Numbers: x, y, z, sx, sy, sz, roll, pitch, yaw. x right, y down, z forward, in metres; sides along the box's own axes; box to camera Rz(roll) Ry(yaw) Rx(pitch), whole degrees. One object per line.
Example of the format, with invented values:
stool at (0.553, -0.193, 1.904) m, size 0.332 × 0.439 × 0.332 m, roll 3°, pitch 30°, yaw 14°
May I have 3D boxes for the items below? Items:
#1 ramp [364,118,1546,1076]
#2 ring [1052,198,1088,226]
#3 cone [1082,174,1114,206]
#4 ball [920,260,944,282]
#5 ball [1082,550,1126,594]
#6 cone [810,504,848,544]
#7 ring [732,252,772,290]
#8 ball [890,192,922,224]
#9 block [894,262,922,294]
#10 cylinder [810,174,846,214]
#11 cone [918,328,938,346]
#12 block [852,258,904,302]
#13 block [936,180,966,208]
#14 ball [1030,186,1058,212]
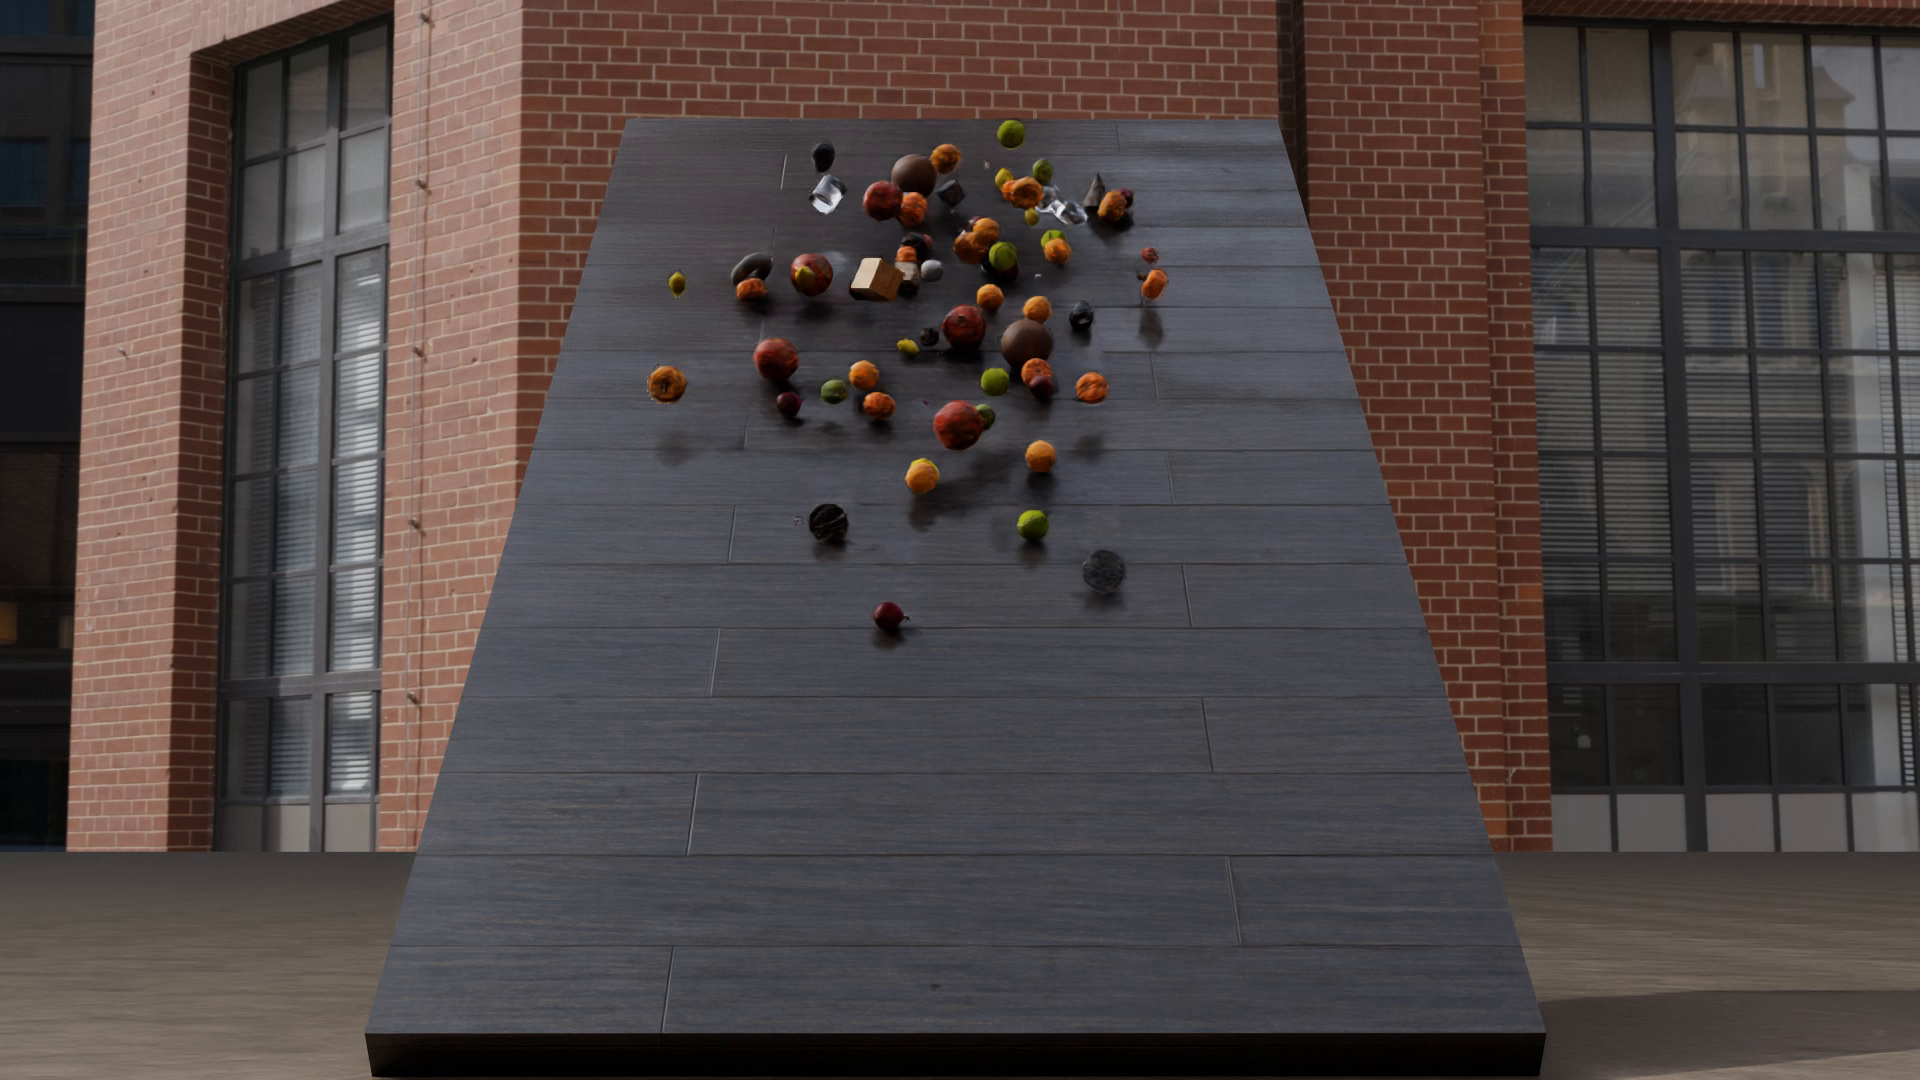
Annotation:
ramp at (-0.015, -0.188, 5.862) m, size 2.000 × 0.100 × 4.000 m, roll 0°, pitch 32°, yaw 0°
ring at (0.308, -0.919, 6.873) m, size 0.111 × 0.037 × 0.111 m, roll 21°, pitch 30°, yaw -13°
cone at (0.393, -0.999, 6.950) m, size 0.092 × 0.092 × 0.092 m, roll -1°, pitch 13°, yaw 0°
ball at (-0.071, -0.681, 6.200) m, size 0.059 × 0.059 × 0.059 m, roll 0°, pitch -7°, yaw 0°
ball at (0.310, 0.068, 5.275) m, size 0.093 × 0.093 × 0.093 m, roll 0°, pitch -7°, yaw 0°
cone at (-0.284, -0.041, 5.494) m, size 0.090 × 0.090 × 0.090 m, roll -1°, pitch 5°, yaw 11°
ring at (-0.552, -0.713, 6.493) m, size 0.126 × 0.042 × 0.126 m, roll -34°, pitch -19°, yaw -13°
ball at (-0.150, -0.933, 6.869) m, size 0.088 × 0.088 × 0.088 m, roll 0°, pitch -7°, yaw 0°
block at (-0.143, -0.695, 6.492) m, size 0.057 × 0.057 × 0.057 m, roll 0°, pitch -31°, yaw 20°
cylinder at (-0.367, -0.961, 6.803) m, size 0.076 × 0.076 × 0.076 m, roll 22°, pitch -31°, yaw 14°
cone at (-0.078, -0.505, 6.202) m, size 0.053 × 0.053 × 0.053 m, roll 1°, pitch 25°, yaw -5°
block at (-0.209, -0.661, 6.240) m, size 0.082 × 0.082 × 0.082 m, roll 29°, pitch -12°, yaw -35°
block at (-0.025, -0.980, 6.935) m, size 0.054 × 0.054 × 0.054 m, roll -42°, pitch 21°, yaw -9°
ball at (0.239, -0.964, 6.925) m, size 0.076 × 0.076 × 0.076 m, roll 0°, pitch -7°, yaw 0°
